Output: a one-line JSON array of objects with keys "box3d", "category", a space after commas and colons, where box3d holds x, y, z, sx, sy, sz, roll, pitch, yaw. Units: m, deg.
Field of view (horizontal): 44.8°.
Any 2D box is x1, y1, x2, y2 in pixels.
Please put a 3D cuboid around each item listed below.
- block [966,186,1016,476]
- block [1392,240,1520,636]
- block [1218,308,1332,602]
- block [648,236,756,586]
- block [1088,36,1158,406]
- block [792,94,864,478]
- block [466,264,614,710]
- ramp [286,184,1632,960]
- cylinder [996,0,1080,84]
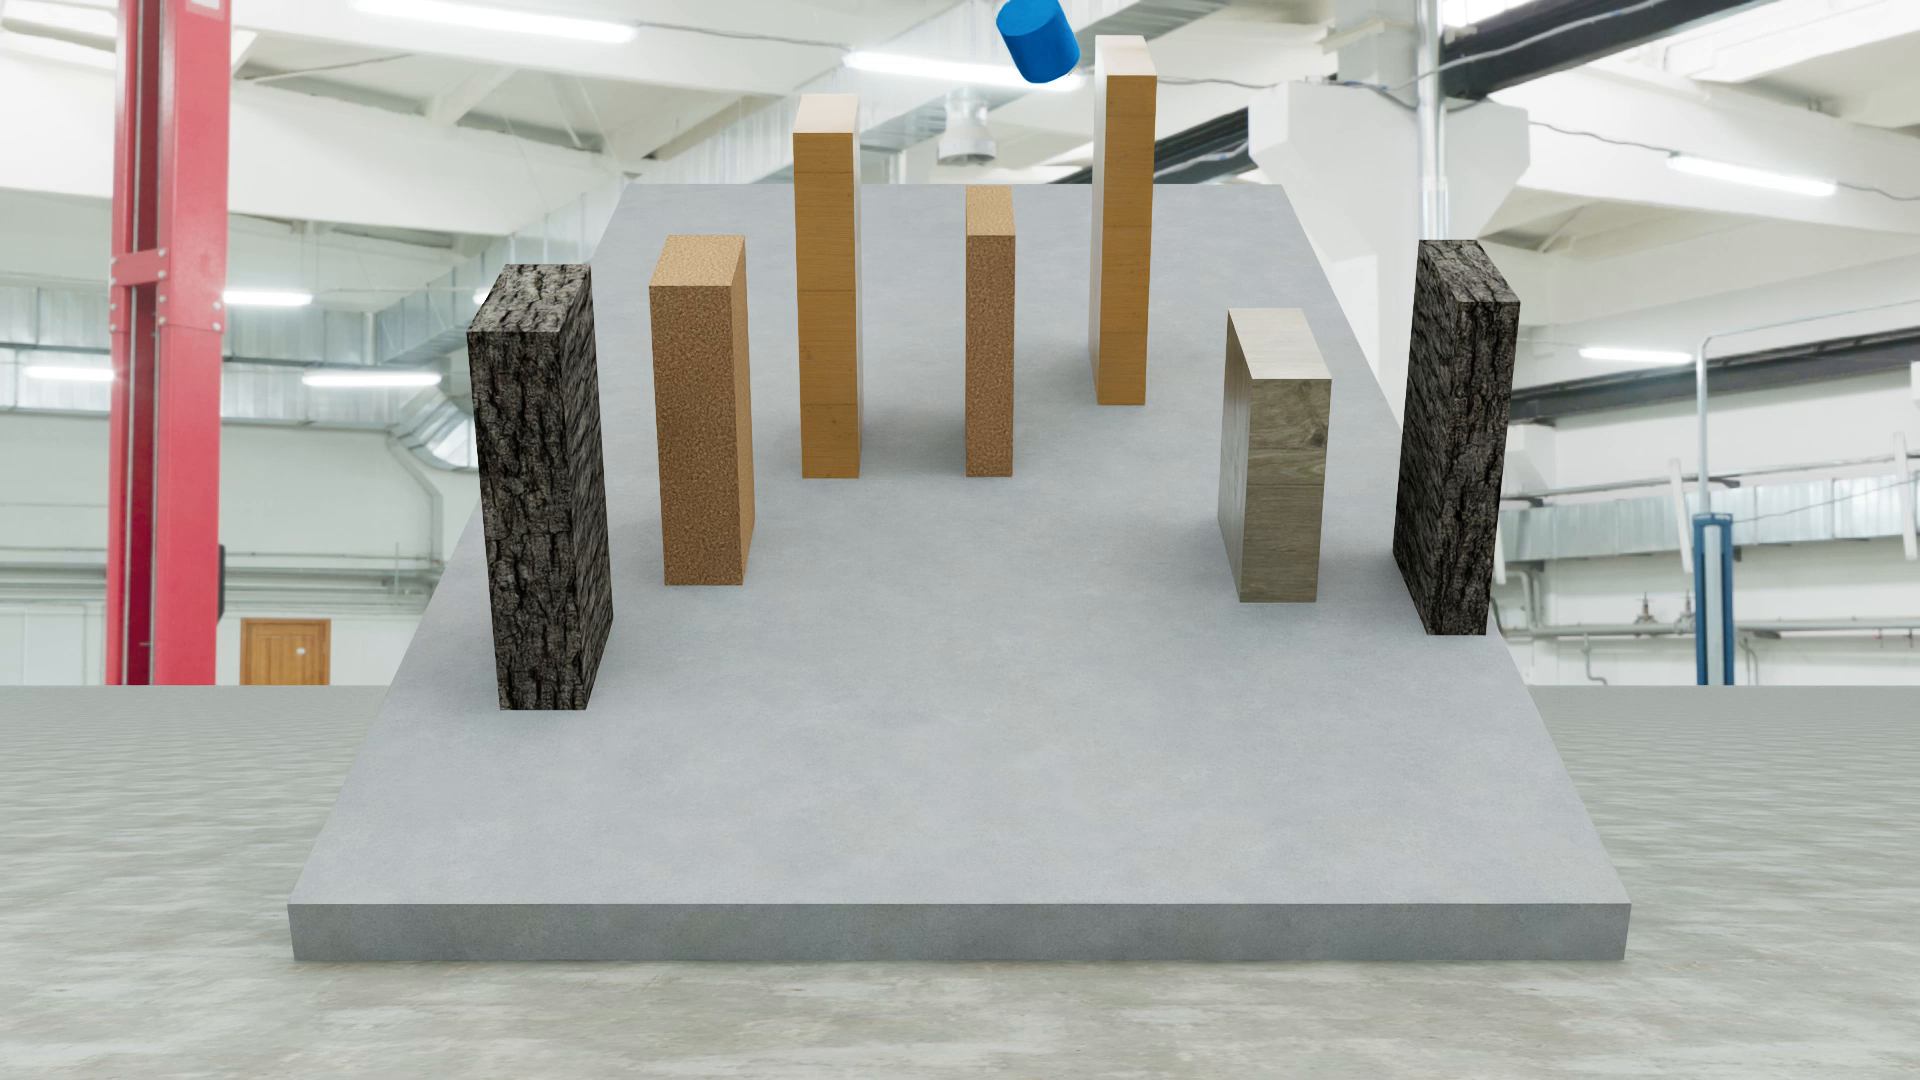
[{"box3d": [0.063, -0.456, 5.040, 0.099, 0.535, 0.379, 0, 24, 0], "category": "block"}, {"box3d": [0.914, -0.194, 4.323, 0.108, 0.643, 0.372, 0, 24, 0], "category": "block"}, {"box3d": [0.602, -0.170, 4.504, 0.145, 0.451, 0.406, 0, 24, 0], "category": "block"}, {"box3d": [-0.493, -0.253, 4.498, 0.149, 0.602, 0.319, 0, 24, 0], "category": "block"}, {"box3d": [0.373, -0.745, 5.405, 0.109, 0.766, 0.412, 0, 24, 0], "category": "block"}, {"box3d": [-0.276, -0.542, 4.967, 0.121, 0.749, 0.336, 0, 24, 0], "category": "block"}, {"box3d": [-0.719, -0.094, 4.036, 0.148, 0.687, 0.361, 0, 24, 0], "category": "block"}, {"box3d": [-0.008, -0.228, 5.307, 2.000, 0.100, 4.000, 0, 24, 0], "category": "ramp"}, {"box3d": [0.234, -1.495, 6.913, 0.195, 0.195, 0.195, -2, -37, 26], "category": "cylinder"}]
